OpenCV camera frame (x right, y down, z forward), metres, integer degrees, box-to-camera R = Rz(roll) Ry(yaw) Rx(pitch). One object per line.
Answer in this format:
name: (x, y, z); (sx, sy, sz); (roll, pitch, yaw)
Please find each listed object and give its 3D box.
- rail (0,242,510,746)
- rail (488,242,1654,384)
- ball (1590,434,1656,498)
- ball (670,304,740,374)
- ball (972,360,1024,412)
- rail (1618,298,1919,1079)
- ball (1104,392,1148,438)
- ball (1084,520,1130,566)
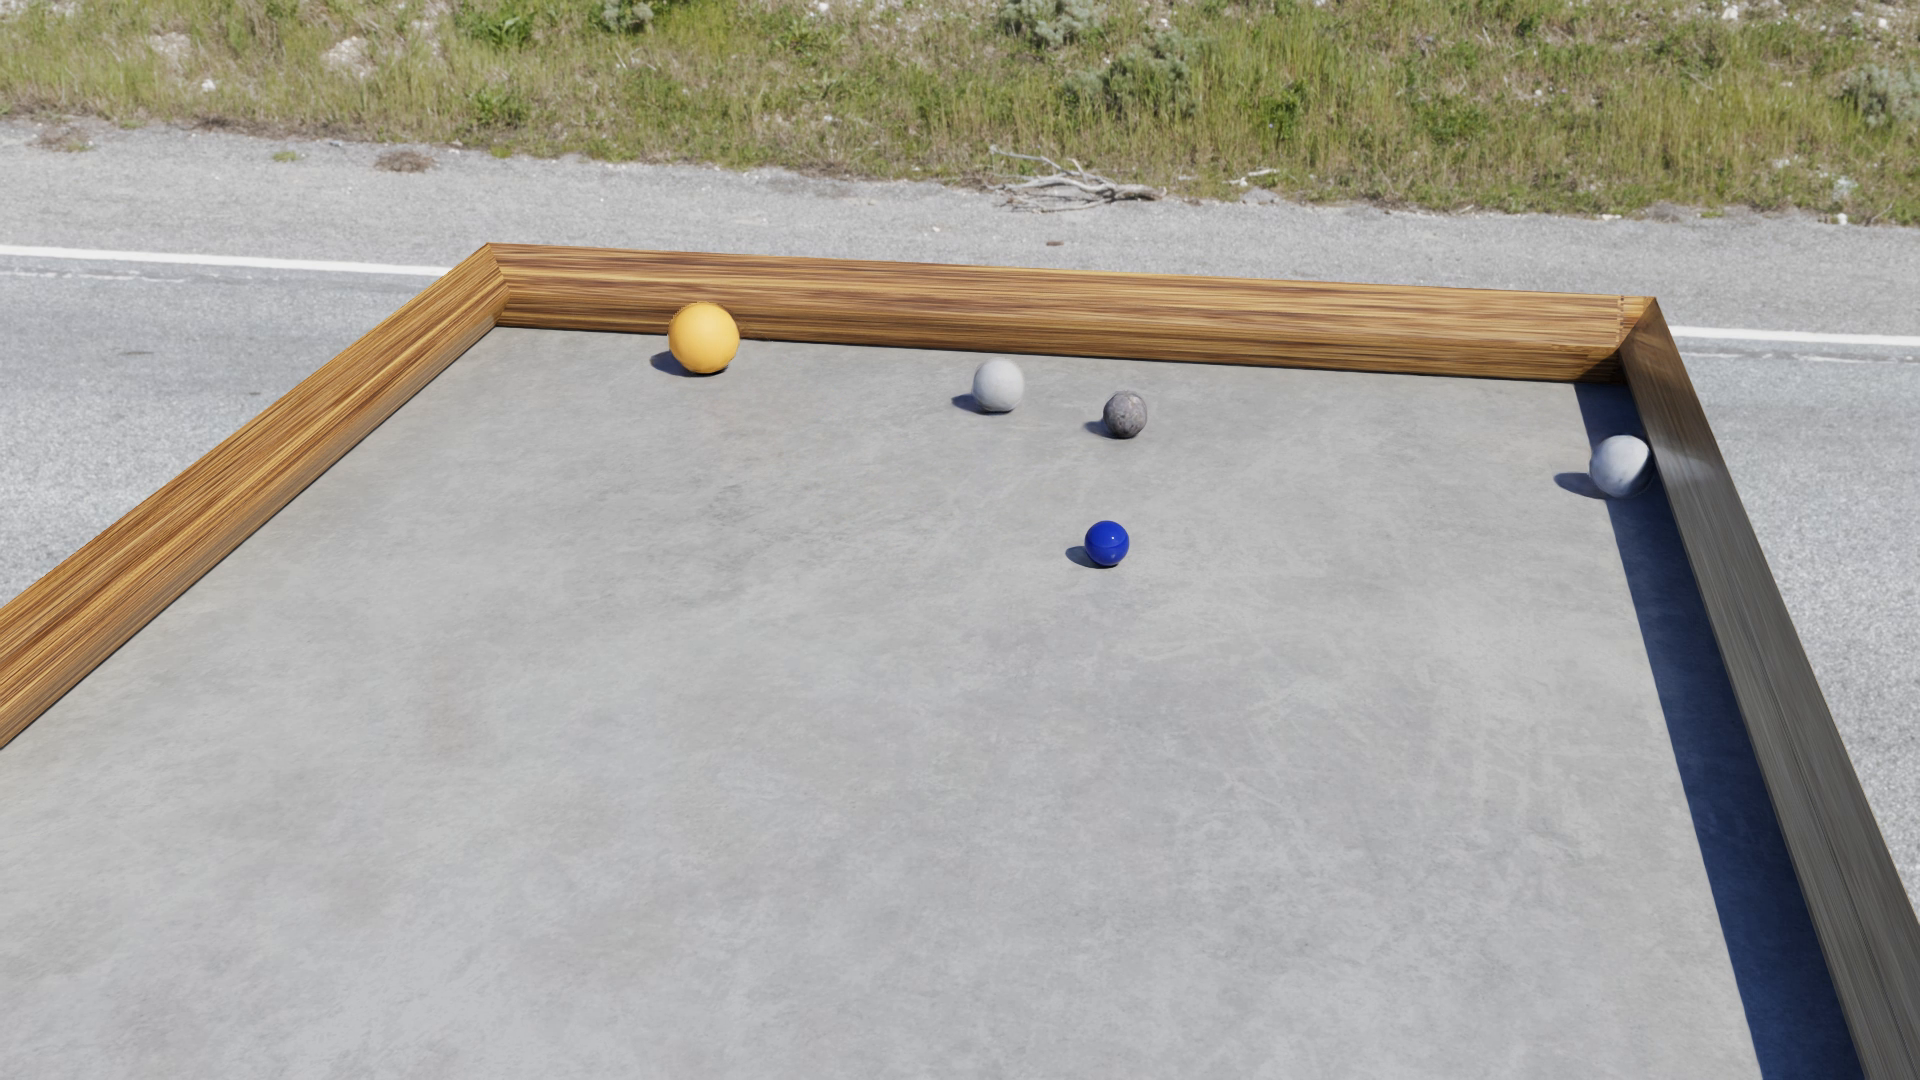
rail: (-0.871, 0.208, 1.771); (0.045, 0.119, 2.887); (4, 24, 9)
rail: (0.114, -0.299, 2.942); (1.573, 0.119, 0.045); (4, 24, 9)
ball: (0.756, -0.084, 2.509); (0.072, 0.072, 0.072); (0, 23, 0)
ball: (-0.337, -0.265, 2.902); (0.092, 0.092, 0.092); (0, 23, 0)
ball: (0.048, -0.193, 2.767); (0.067, 0.067, 0.067); (0, 23, 0)
rail: (0.635, 0.307, 1.542); (0.045, 0.119, 2.887); (4, 24, 9)
ball: (0.203, -0.153, 2.689); (0.055, 0.055, 0.055); (0, 23, 0)
ball: (0.156, 0.003, 2.334); (0.049, 0.049, 0.049); (0, 23, 0)
